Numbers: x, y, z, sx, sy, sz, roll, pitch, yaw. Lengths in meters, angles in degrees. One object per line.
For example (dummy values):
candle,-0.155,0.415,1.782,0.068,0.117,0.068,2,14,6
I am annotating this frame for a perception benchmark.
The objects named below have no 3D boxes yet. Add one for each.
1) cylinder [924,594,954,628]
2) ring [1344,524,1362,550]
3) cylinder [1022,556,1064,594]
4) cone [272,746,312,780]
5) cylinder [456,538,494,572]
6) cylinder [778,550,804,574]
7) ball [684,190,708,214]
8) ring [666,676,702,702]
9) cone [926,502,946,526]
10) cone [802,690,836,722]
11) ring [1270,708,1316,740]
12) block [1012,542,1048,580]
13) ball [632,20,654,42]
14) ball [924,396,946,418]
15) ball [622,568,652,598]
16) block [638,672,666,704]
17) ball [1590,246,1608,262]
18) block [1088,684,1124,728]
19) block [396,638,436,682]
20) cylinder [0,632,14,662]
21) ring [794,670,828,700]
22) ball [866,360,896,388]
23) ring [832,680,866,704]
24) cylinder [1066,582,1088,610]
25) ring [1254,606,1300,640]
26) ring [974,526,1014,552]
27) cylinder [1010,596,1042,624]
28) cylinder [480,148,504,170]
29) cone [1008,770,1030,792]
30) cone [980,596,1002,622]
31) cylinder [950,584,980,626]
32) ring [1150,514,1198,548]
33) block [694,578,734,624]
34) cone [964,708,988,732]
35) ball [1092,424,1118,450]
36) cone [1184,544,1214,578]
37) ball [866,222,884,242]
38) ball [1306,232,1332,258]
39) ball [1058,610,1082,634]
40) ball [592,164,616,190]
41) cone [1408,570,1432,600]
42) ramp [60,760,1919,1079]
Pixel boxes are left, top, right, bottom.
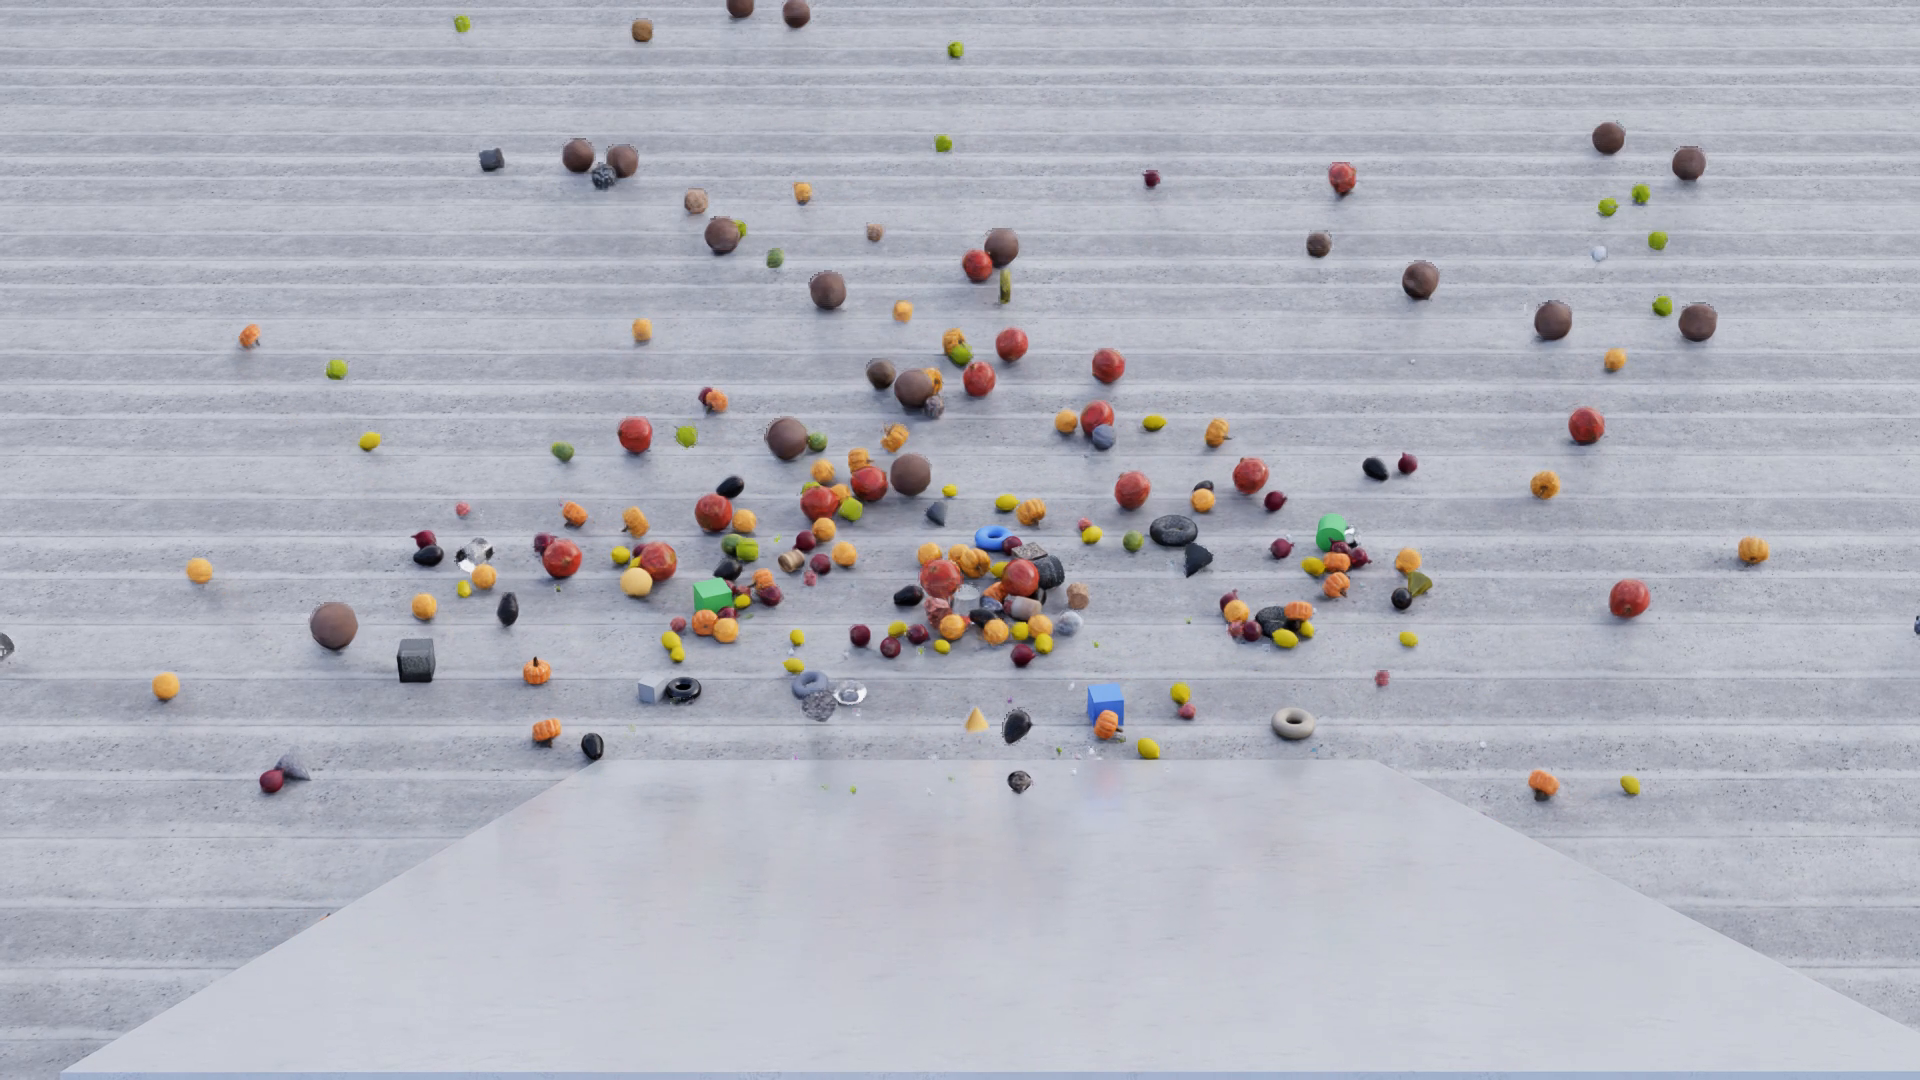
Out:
cylinder,-0.060,0.204,7.386,0.072,0.072,0.072,-6,31,-11
ring,1.176,-0.008,7.745,0.027,0.080,0.080,-15,20,33
cylinder,0.242,0.100,7.543,0.091,0.091,0.091,-17,34,-26
cone,-1.726,0.601,6.746,0.092,0.092,0.092,35,38,5
cylinder,-1.433,0.044,7.651,0.077,0.077,0.077,14,34,23
cylinder,-0.496,0.063,7.640,0.055,0.055,0.055,-24,38,-34
ball,-1.006,-1.289,9.882,0.094,0.094,0.094,0,31,0
ring,-0.756,0.408,7.081,0.098,0.033,0.098,1,31,-1
cone,-0.059,-0.068,7.881,0.067,0.067,0.067,-15,58,-24
cone,-0.370,0.467,6.932,0.092,0.092,0.092,-3,56,5
ring,0.893,0.491,6.935,0.120,0.040,0.120,1,31,-1
block,0.204,0.066,7.612,0.079,0.079,0.079,-17,34,-26
ball,-1.414,-2.265,11.523,0.098,0.098,0.098,0,31,0
ball,-0.084,-0.435,8.465,0.071,0.071,0.071,0,31,0
ball,-0.937,0.123,7.507,0.087,0.087,0.087,0,31,0
block,-0.841,0.405,7.065,0.054,0.054,0.054,15,34,24
ball,2.350,-1.054,9.518,0.060,0.060,0.060,0,31,0
block,0.392,0.445,6.969,0.082,0.082,0.082,-5,31,-8
block,-1.502,0.333,7.153,0.087,0.087,0.087,-1,31,-2
cylinder,-2.688,0.307,7.211,0.073,0.073,0.073,11,32,18
ring,-0.408,0.396,7.086,0.103,0.034,0.103,-11,39,9
ball,-0.262,-0.554,8.638,0.097,0.097,0.097,0,31,0
ring,-0.301,0.415,7.072,0.093,0.031,0.093,-1,31,1
cylinder,0.339,0.162,7.470,0.059,0.059,0.059,-1,31,-1
ring,0.902,0.235,7.362,0.131,0.044,0.131,1,34,-1
ring,0.102,-0.005,7.772,0.116,0.039,0.116,1,32,-1
cylinder,0.188,0.200,7.397,0.068,0.068,0.068,15,34,24
cylinder,-1.855,-1.507,10.253,0.077,0.077,0.077,-10,31,4
cone,0.133,0.551,5.779,0.053,0.053,0.053,0,24,1
cone,0.076,0.210,7.415,0.071,0.071,0.071,14,60,22
cylinder,0.016,0.186,7.405,0.085,0.085,0.085,0,31,0
ring,0.644,-0.027,7.799,0.147,0.049,0.147,-1,32,0
block,-0.708,0.173,7.423,0.087,0.087,0.087,-13,33,-20
cone,0.044,0.471,6.945,0.063,0.063,0.063,0,31,0
ball,0.462,-0.330,8.277,0.081,0.081,0.081,0,31,0
cone,0.686,0.076,7.632,0.093,0.093,0.093,16,61,25
ball,-0.317,-1.150,9.672,0.069,0.069,0.069,0,31,0
ball,1.323,-1.090,9.545,0.096,0.096,0.096,0,31,0
ball,0.313,0.234,7.339,0.067,0.067,0.067,0,31,0
ball,-1.387,-1.416,10.093,0.096,0.096,0.096,0,31,0
cone,1.319,0.146,7.519,0.080,0.080,0.080,20,63,30
ramp,0.068,0.608,4.676,2.000,0.100,4.000,0,0,0
